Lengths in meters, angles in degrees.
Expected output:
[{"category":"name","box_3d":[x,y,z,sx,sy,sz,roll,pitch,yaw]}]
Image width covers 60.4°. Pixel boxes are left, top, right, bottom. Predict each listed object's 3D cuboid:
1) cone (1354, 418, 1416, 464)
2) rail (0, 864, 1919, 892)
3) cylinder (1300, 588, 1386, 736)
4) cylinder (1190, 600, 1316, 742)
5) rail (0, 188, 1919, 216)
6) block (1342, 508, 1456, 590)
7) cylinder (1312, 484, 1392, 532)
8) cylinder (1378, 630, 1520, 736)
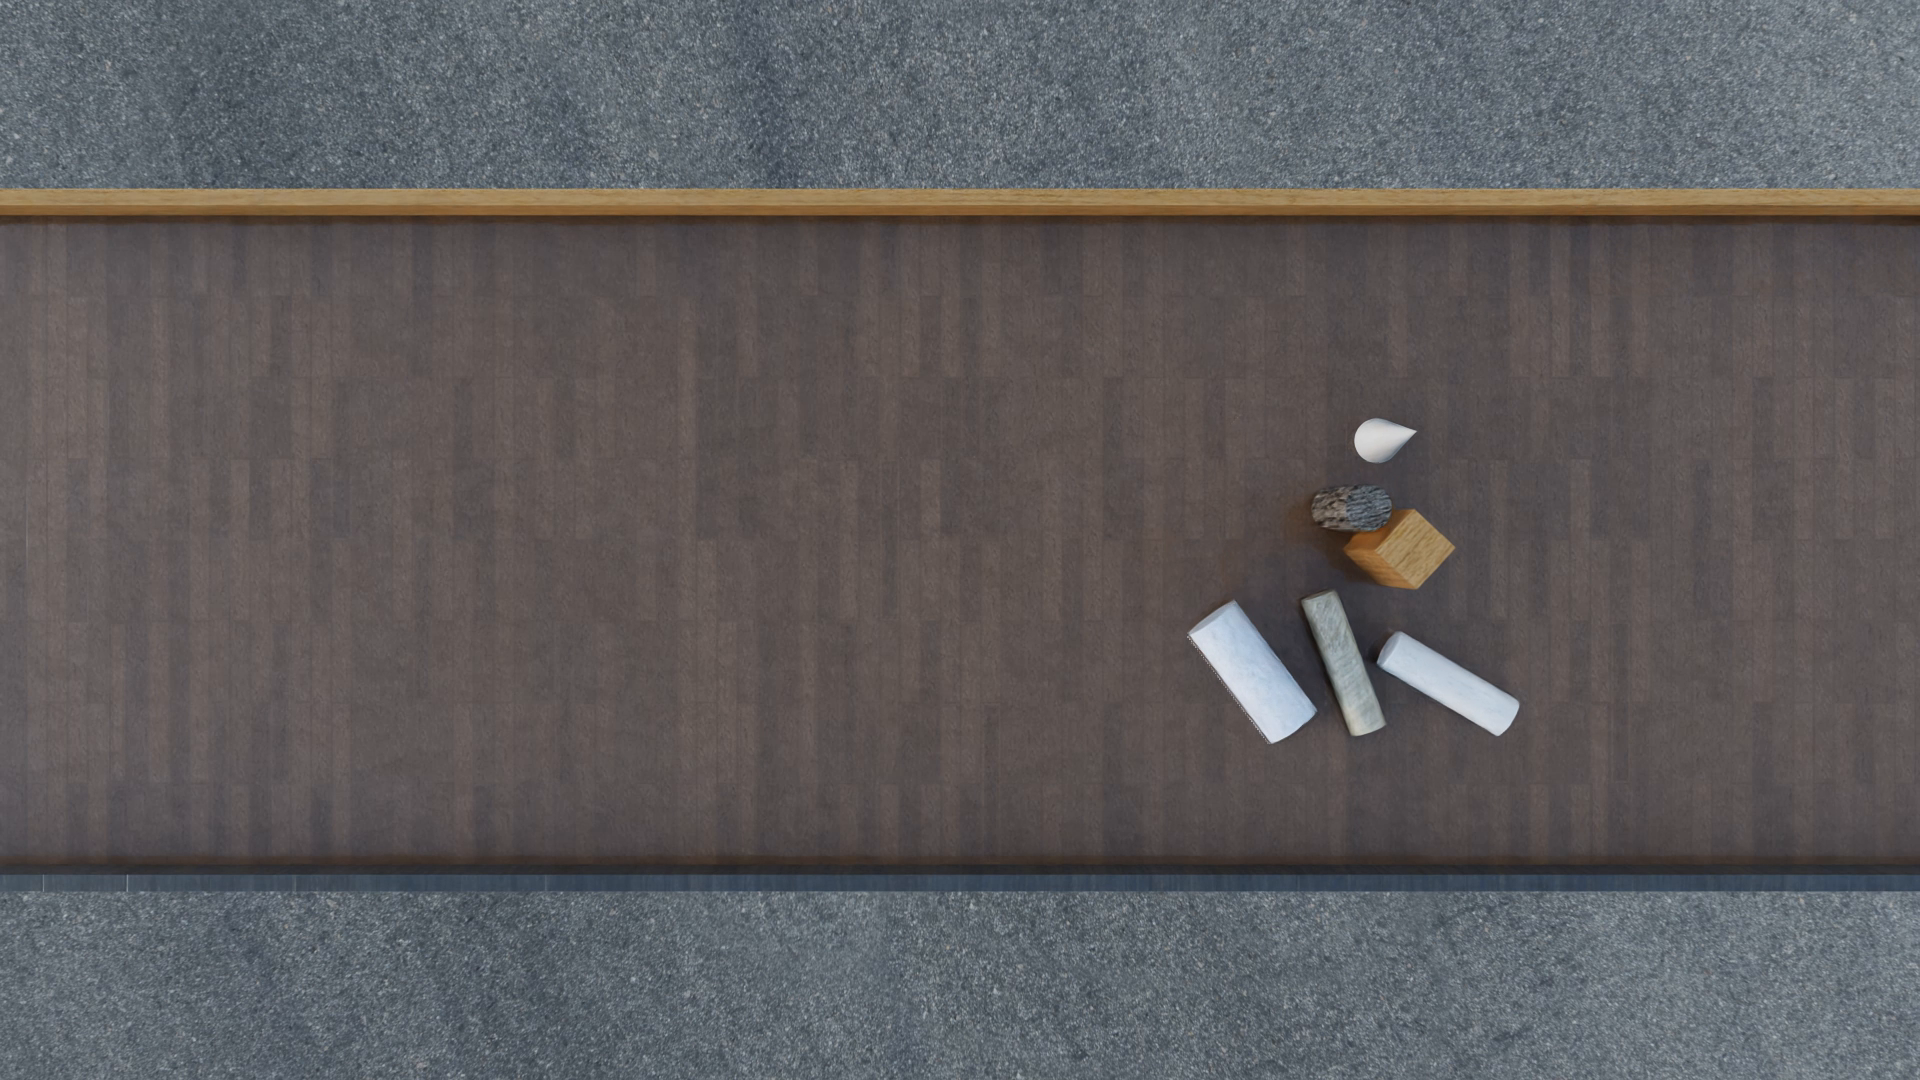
[{"category":"cone","box_3d":[1.284,-0.306,4.856,0.139,0.442,0.139,0,90,0]},{"category":"rail","box_3d":[-2.247,1.025,5.001,12.000,0.150,0.050,0,90,0]},{"category":"cylinder","box_3d":[1.167,0.371,5.020,0.113,0.113,0.437,-20,90,0]},{"category":"cylinder","box_3d":[0.885,0.397,4.990,0.172,0.172,0.408,-37,90,0]},{"category":"rail","box_3d":[-2.247,-1.025,5.002,12.000,0.150,0.050,0,90,0]},{"category":"block","box_3d":[1.288,0.026,4.870,0.161,0.413,0.161,43,90,0]},{"category":"cylinder","box_3d":[1.154,-0.094,4.878,0.132,0.392,0.132,0,91,-2]},{"category":"cylinder","box_3d":[1.483,0.434,5.013,0.415,0.126,0.126,30,90,0]}]
